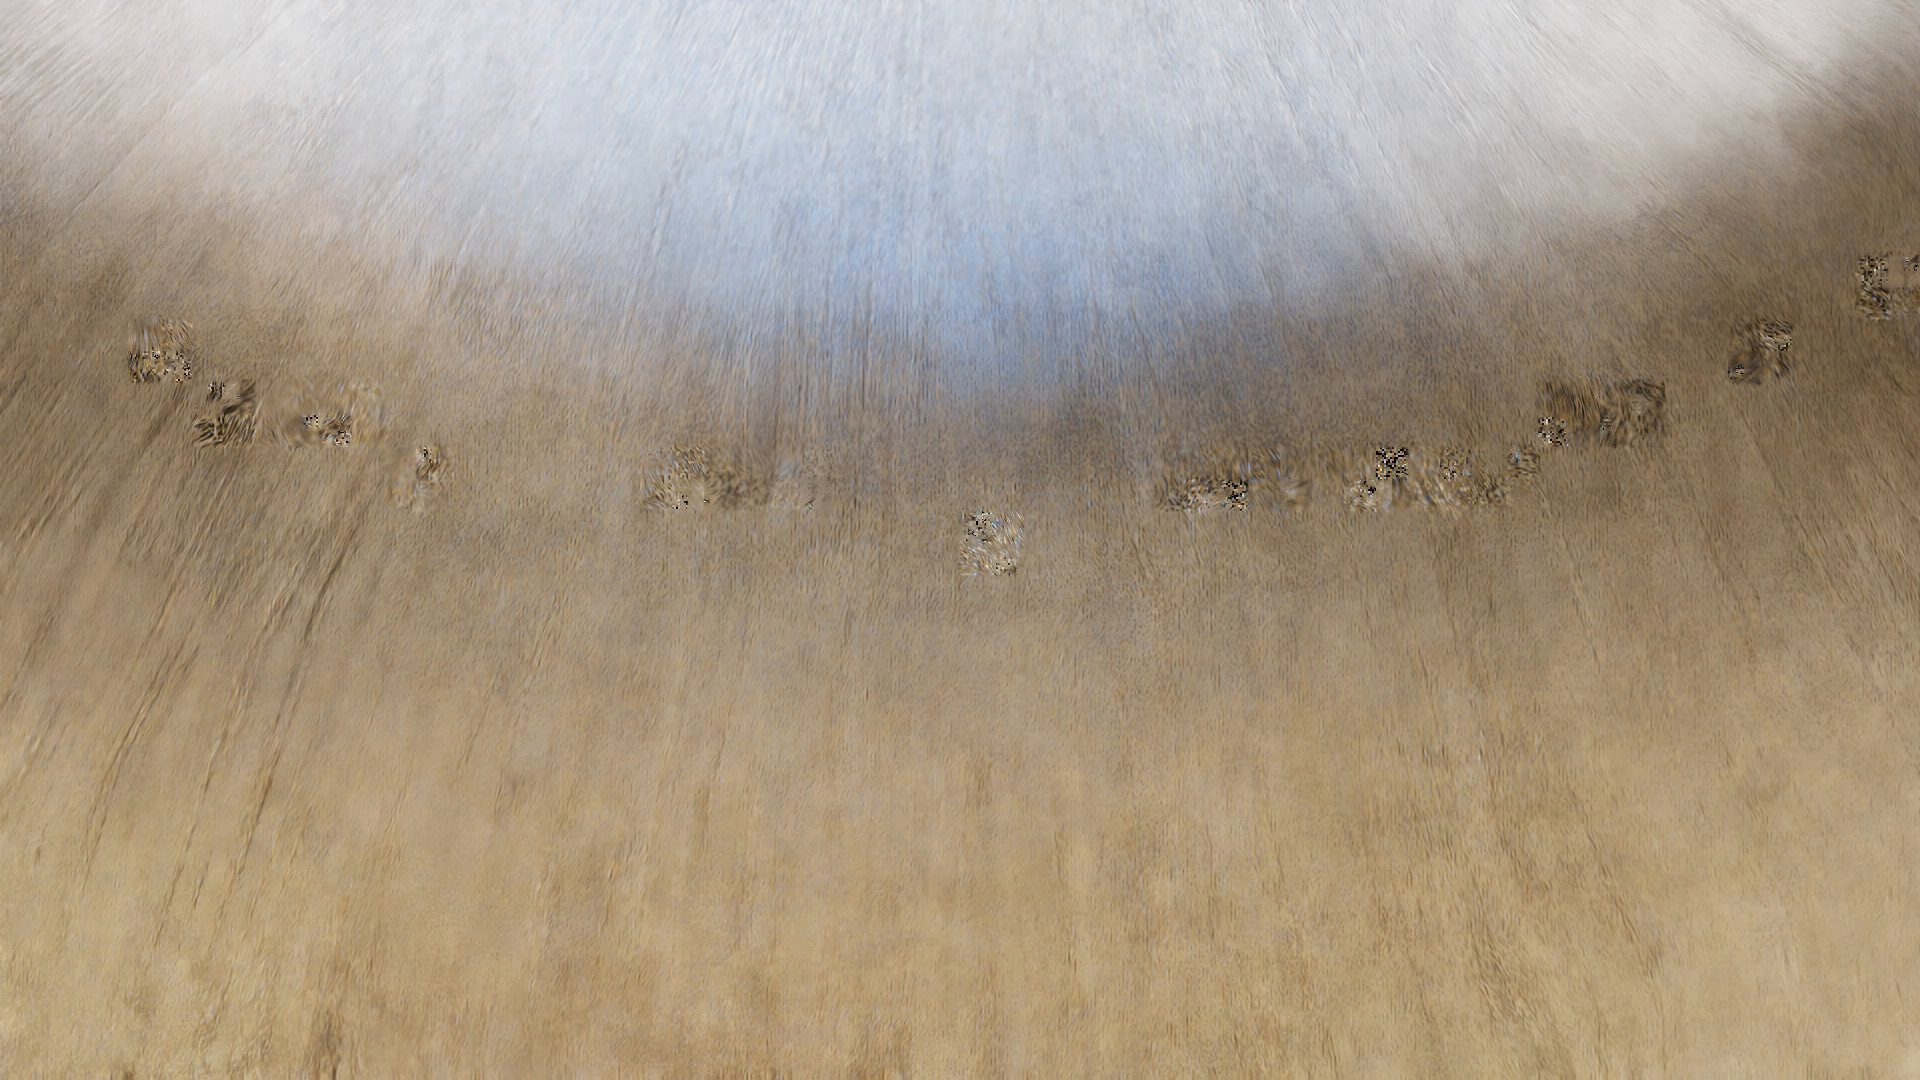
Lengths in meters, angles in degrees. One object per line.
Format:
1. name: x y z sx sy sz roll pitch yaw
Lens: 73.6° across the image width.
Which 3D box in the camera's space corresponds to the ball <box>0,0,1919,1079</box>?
1. ball: 0.000 -0.002 0.056 0.080 0.080 0.080 0 4 0
